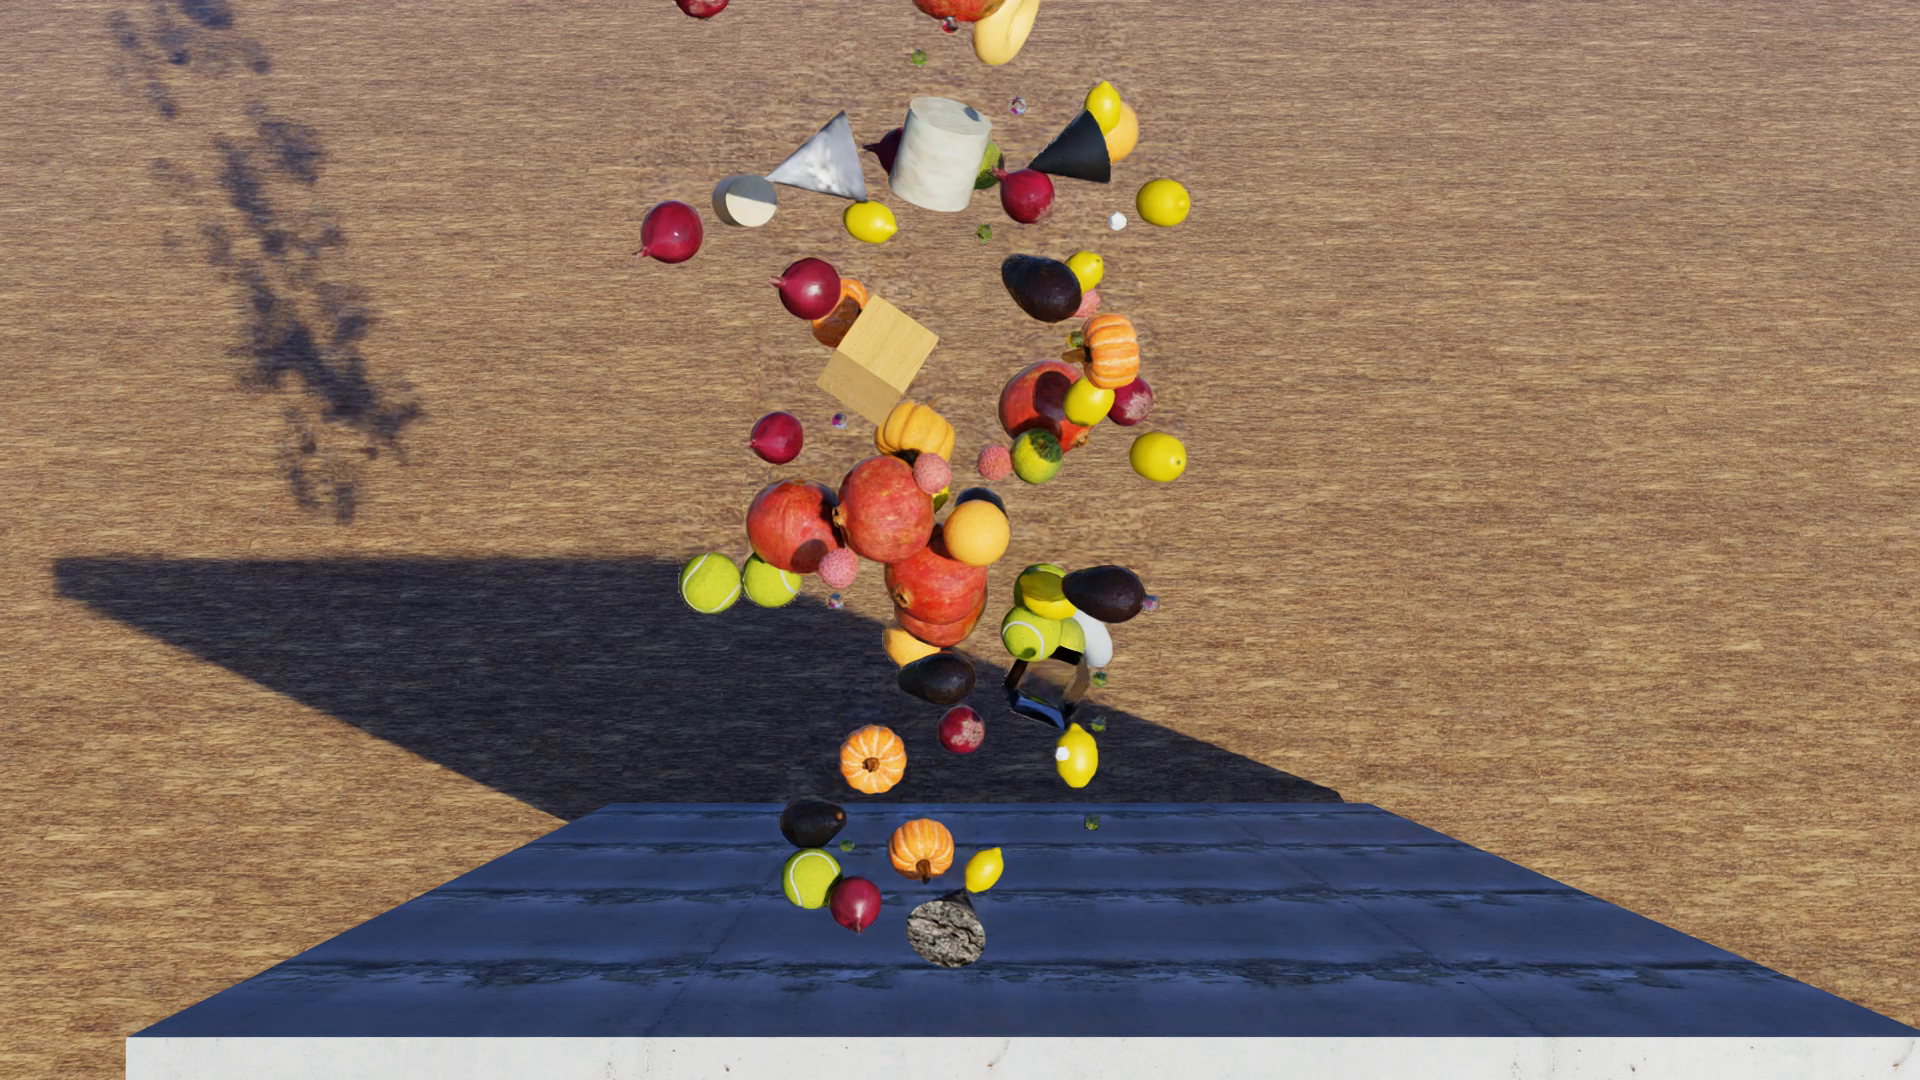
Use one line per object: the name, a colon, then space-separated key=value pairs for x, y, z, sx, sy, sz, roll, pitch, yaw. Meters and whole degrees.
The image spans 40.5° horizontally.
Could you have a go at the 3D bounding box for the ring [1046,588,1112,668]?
ring: x=0.151 y=0.110 z=3.281 sx=0.038 sy=0.115 sz=0.115 roll=-34 pitch=45 yaw=-12

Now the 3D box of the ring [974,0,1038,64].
ring: x=0.045 y=-0.504 z=2.496 sx=0.034 sy=0.101 sz=0.101 roll=26 pitch=42 yaw=14

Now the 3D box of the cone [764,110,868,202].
cone: x=-0.142 y=-0.350 z=2.449 sx=0.090 sy=0.090 sz=0.090 roll=-15 pitch=37 yaw=-3

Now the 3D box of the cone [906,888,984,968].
cone: x=-0.006 y=0.415 z=2.913 sx=0.090 sy=0.090 sz=0.090 roll=8 pitch=28 yaw=12

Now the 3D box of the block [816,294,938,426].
block: x=-0.085 y=-0.184 z=2.667 sx=0.080 sy=0.080 sz=0.080 roll=34 pitch=60 yaw=-4

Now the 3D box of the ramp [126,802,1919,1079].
ramp: x=0.079 y=0.672 z=4.868 sx=2.000 sy=0.100 sz=4.000 roll=0 pitch=-2 yaw=0

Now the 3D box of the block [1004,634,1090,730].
block: x=0.103 y=0.168 z=3.064 sx=0.071 sy=0.071 sz=0.071 roll=20 pitch=66 yaw=20

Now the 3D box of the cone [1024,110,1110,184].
cone: x=0.107 y=-0.410 z=2.787 sx=0.083 sy=0.083 sz=0.083 roll=-19 pitch=39 yaw=-10

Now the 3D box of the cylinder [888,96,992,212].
cylinder: x=-0.021 y=-0.396 z=2.663 sx=0.086 sy=0.086 sz=0.086 roll=13 pitch=30 yaw=-8
